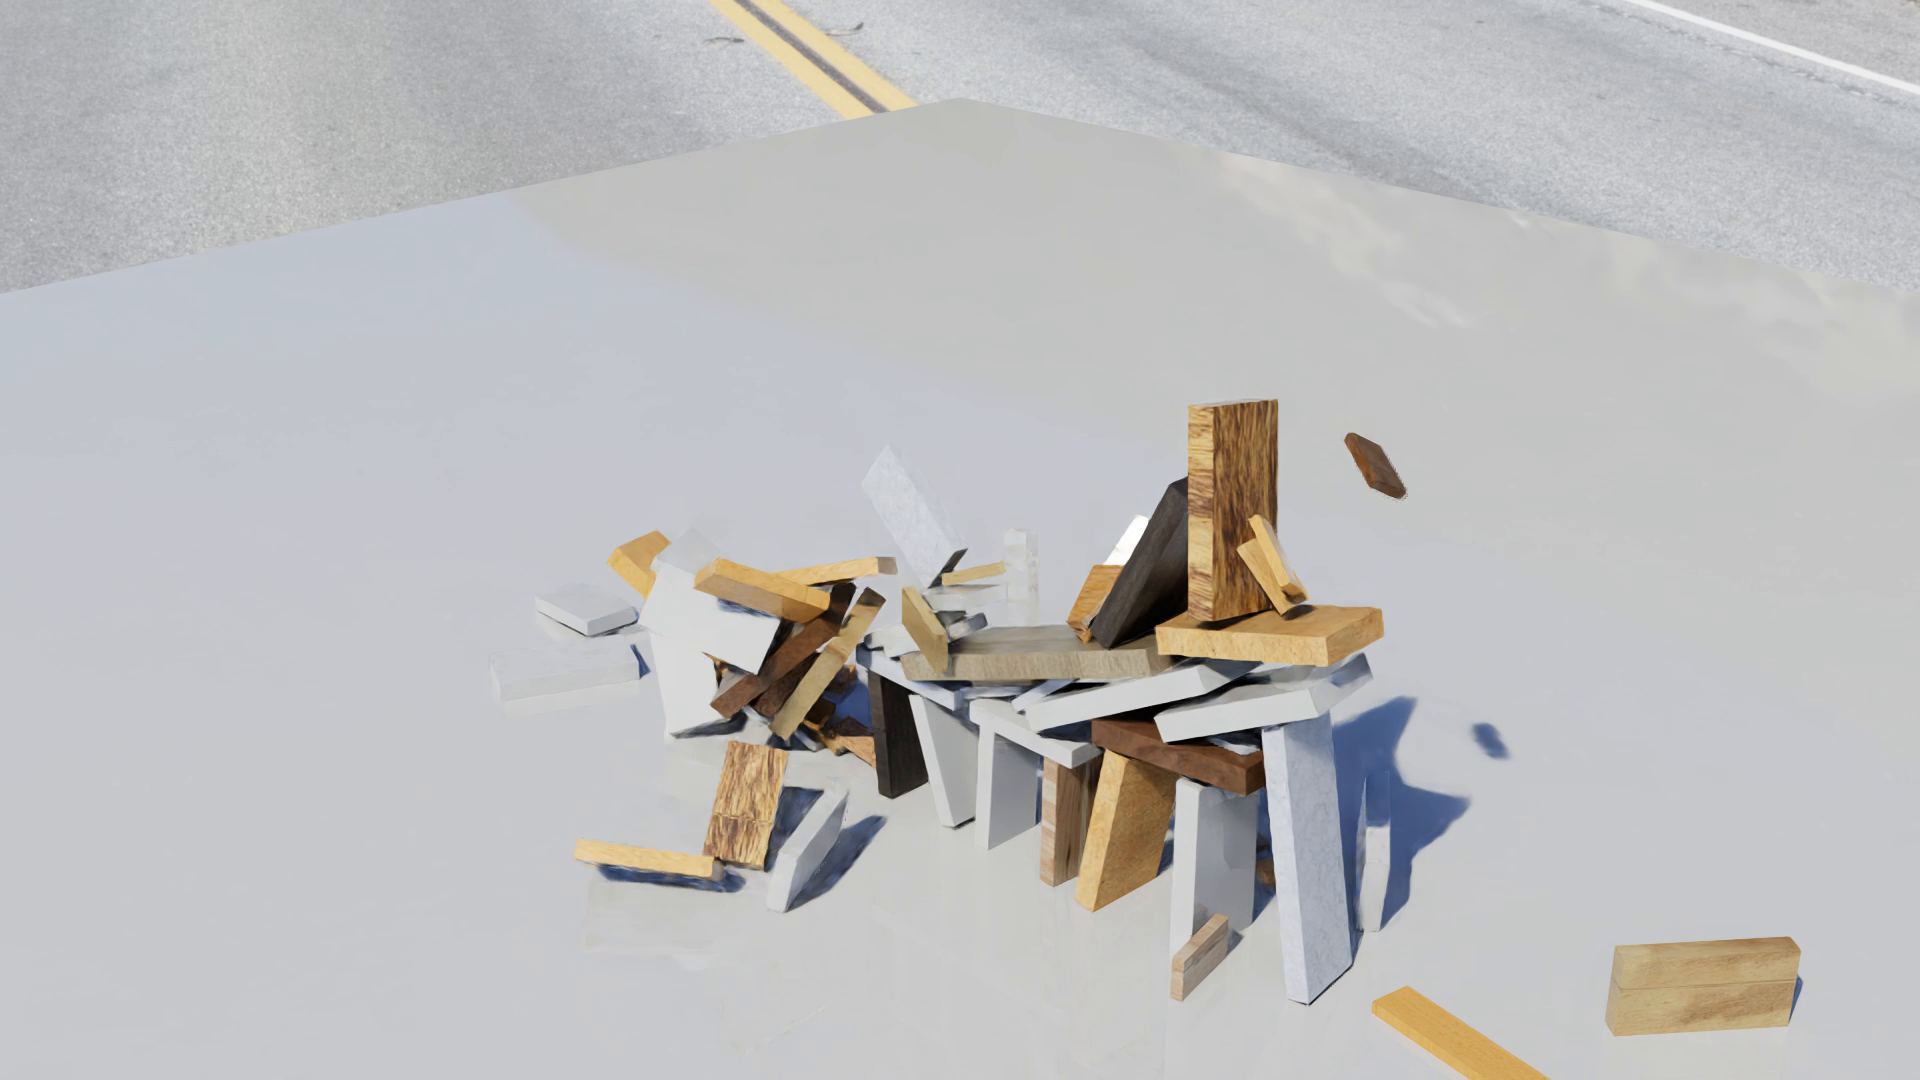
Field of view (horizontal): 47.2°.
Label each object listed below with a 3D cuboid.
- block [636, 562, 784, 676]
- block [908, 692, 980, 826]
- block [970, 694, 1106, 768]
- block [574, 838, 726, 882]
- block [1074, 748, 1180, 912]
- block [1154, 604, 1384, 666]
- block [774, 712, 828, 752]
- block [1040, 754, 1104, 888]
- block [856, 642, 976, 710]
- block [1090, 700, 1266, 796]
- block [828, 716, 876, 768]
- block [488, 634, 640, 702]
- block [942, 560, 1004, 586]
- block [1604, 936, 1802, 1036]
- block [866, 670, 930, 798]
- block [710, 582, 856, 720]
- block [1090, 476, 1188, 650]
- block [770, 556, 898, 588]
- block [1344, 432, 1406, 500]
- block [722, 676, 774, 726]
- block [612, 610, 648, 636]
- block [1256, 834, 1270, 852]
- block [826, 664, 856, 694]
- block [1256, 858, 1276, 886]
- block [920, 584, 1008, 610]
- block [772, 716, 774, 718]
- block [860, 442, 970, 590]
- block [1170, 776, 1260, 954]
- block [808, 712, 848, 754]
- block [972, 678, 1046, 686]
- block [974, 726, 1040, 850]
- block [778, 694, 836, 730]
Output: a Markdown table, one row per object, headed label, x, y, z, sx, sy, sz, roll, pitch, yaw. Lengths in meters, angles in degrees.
| label | x | y | z | sx | sy | sz | roll | pitch | yaw |
| --- | --- | --- | --- | --- | --- | --- | --- | --- | --- |
| block | -0.498 | 0.159 | 4.406 | 0.266 | 0.133 | 0.038 | 23 | -6 | 7 |
| block | -0.008 | 0.421 | 4.420 | 0.137 | 0.274 | 0.039 | -21 | 12 | -41 |
| block | 0.160 | 0.350 | 4.195 | 0.135 | 0.038 | 0.269 | -21 | 31 | -40 |
| block | -0.587 | 0.608 | 4.165 | 0.262 | 0.037 | 0.131 | 7 | -13 | 5 |
| block | 0.320 | 0.513 | 4.096 | 0.177 | 0.354 | 0.050 | -21 | 42 | -40 |
| block | 0.523 | 0.155 | 3.732 | 0.346 | 0.049 | 0.173 | 2 | 16 | 43 |
| block | -0.336 | 0.384 | 4.757 | 0.088 | 0.025 | 0.176 | -21 | 48 | -40 |
| block | 0.219 | 0.517 | 4.196 | 0.135 | 0.269 | 0.038 | -18 | 30 | -36 |
| block | -0.065 | 0.253 | 4.412 | 0.275 | 0.039 | 0.137 | 23 | 32 | 38 |
| block | 0.424 | 0.355 | 3.914 | 0.177 | 0.050 | 0.354 | -21 | 25 | -41 |
| block | -0.206 | 0.428 | 4.671 | 0.135 | 0.019 | 0.067 | 32 | 38 | 23 |
| block | -0.906 | 0.290 | 5.020 | 0.315 | 0.045 | 0.158 | -9 | 24 | -20 |
| block | 0.058 | 0.059 | 4.330 | 0.172 | 0.024 | 0.086 | -13 | 0 | 36 |
| block | 1.270 | 0.764 | 3.763 | 0.309 | 0.154 | 0.044 | -2 | 23 | -5 |
| block | -0.116 | 0.377 | 4.517 | 0.039 | 0.274 | 0.137 | 14 | 26 | 43 |
| block | -0.361 | 0.217 | 4.490 | 0.343 | 0.049 | 0.171 | -38 | 17 | 30 |
| block | 0.367 | 0.026 | 3.846 | 0.179 | 0.358 | 0.051 | -21 | 57 | -43 |
| block | -0.257 | 0.068 | 4.370 | 0.239 | 0.034 | 0.120 | -9 | -4 | 16 |
| block | 0.684 | -0.122 | 3.626 | 0.067 | 0.019 | 0.133 | 21 | 30 | -27 |
| block | -0.461 | 0.332 | 4.867 | 0.092 | 0.026 | 0.184 | -20 | 50 | -39 |
| block | -0.765 | 0.192 | 5.279 | 0.148 | 0.021 | 0.074 | -16 | 26 | -32 |
| block | 0.570 | 0.590 | 4.353 | 0.046 | 0.013 | 0.093 | -9 | 25 | -21 |
| block | -0.338 | 0.306 | 5.007 | 0.184 | 0.026 | 0.092 | 7 | 24 | 15 |
| block | 0.643 | 0.633 | 4.244 | 0.132 | 0.019 | 0.066 | -6 | 24 | -15 |
| block | -0.009 | 0.111 | 4.279 | 0.103 | 0.029 | 0.206 | -14 | 6 | -32 |
| block | -0.400 | 0.344 | 4.833 | 0.088 | 0.025 | 0.176 | -22 | 51 | -41 |
| block | -0.093 | -0.049 | 4.414 | 0.039 | 0.136 | 0.272 | -14 | 63 | -39 |
| block | 0.461 | 0.568 | 3.968 | 0.177 | 0.354 | 0.050 | -21 | 31 | -41 |
| block | -0.280 | 0.402 | 4.715 | 0.068 | 0.019 | 0.135 | -19 | 47 | -39 |
| block | 0.107 | 0.253 | 4.199 | 0.084 | 0.024 | 0.168 | -21 | 10 | -40 |
| block | 0.094 | 0.464 | 4.320 | 0.135 | 0.269 | 0.038 | -21 | 34 | -41 |
| block | -0.340 | 0.354 | 4.722 | 0.135 | 0.019 | 0.068 | 24 | 52 | 22 |
